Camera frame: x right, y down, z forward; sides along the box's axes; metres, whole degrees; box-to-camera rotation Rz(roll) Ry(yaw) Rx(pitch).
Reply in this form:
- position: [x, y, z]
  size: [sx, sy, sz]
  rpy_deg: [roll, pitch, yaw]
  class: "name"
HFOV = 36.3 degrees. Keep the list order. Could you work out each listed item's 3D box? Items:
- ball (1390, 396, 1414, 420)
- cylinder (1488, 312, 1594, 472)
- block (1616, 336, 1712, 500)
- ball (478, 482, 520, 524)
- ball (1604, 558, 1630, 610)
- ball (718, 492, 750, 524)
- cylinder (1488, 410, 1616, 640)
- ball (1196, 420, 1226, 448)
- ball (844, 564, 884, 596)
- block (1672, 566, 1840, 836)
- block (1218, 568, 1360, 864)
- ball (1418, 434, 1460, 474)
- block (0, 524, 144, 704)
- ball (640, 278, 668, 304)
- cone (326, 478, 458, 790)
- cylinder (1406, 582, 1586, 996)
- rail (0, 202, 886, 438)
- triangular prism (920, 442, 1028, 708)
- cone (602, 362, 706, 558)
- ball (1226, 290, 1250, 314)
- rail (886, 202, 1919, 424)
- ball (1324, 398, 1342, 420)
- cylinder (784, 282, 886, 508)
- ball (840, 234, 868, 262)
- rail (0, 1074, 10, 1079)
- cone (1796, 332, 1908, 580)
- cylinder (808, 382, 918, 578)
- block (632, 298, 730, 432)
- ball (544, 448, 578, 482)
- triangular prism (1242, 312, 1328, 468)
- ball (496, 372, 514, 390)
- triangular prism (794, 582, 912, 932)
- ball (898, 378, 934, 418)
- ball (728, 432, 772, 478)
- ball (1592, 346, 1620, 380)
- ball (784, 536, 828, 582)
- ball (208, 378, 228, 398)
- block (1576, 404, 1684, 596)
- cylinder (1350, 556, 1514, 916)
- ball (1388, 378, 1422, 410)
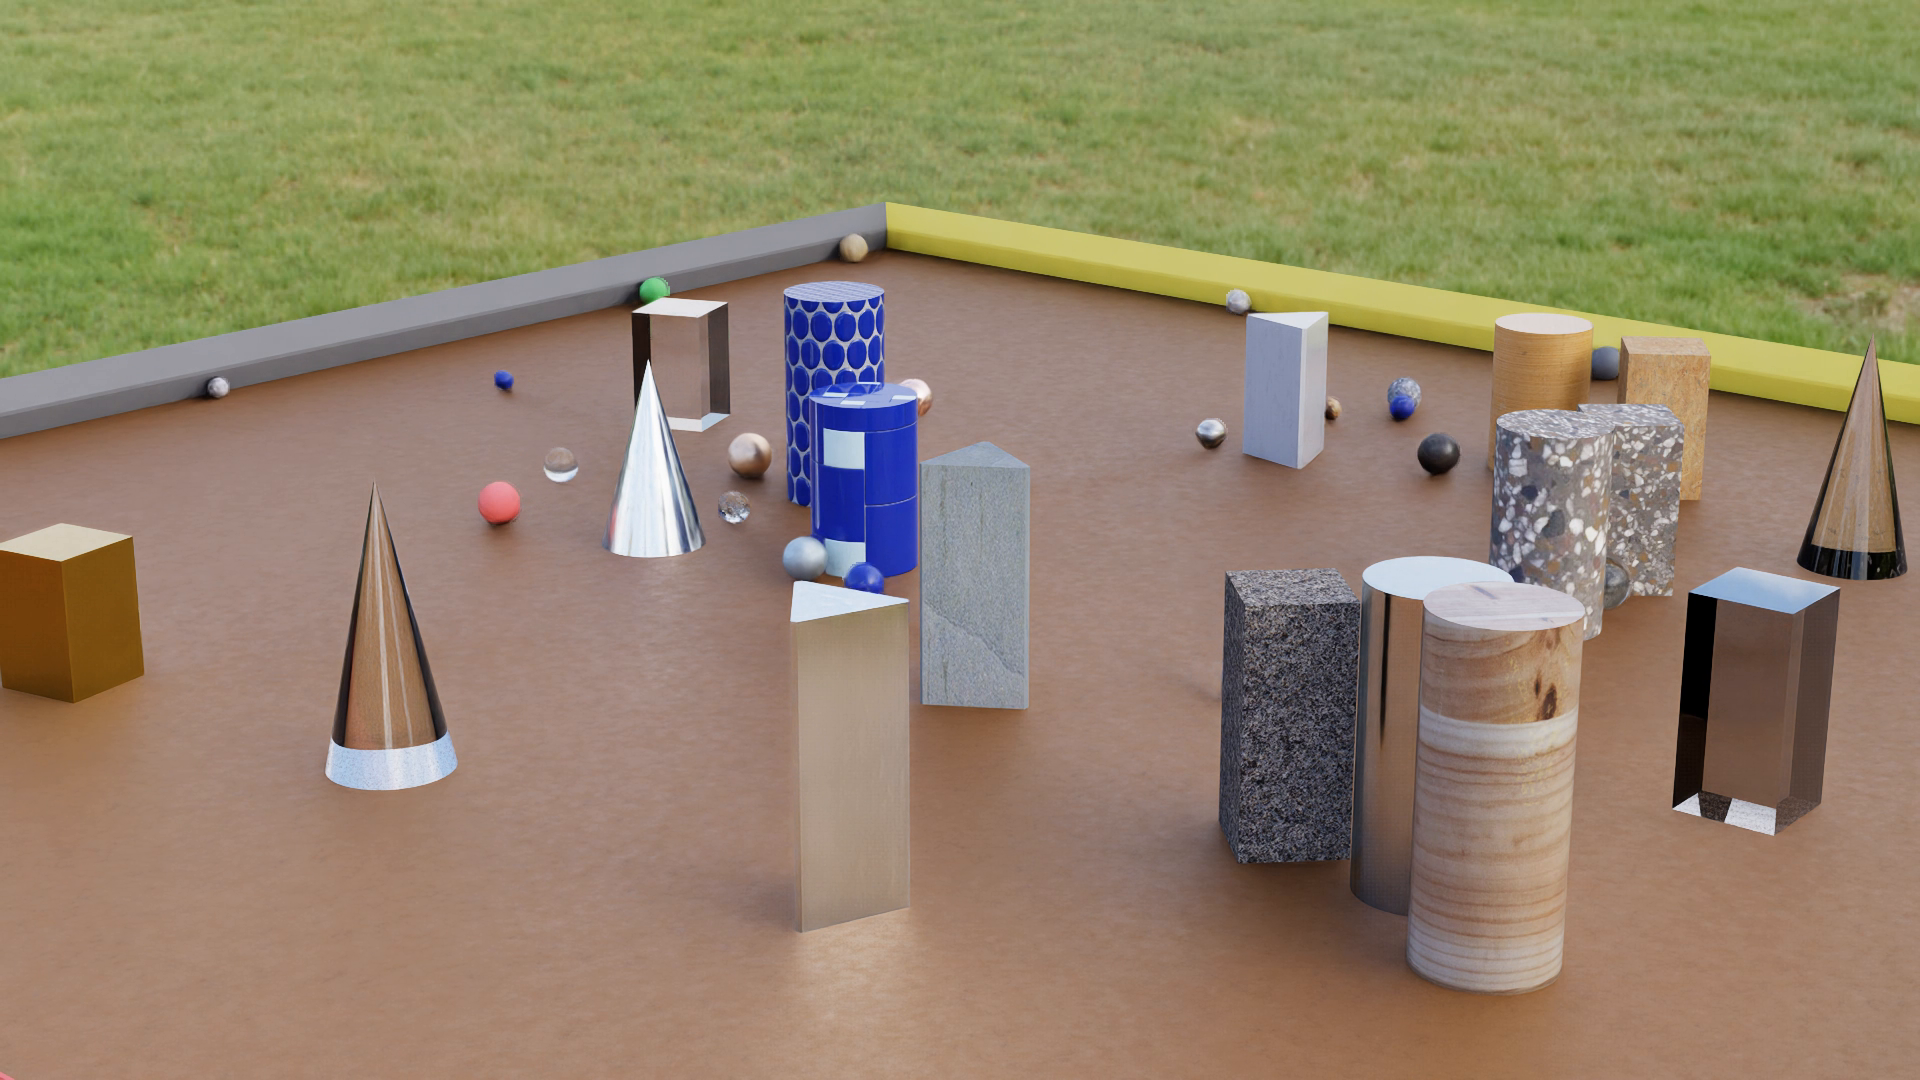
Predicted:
- position: [0.950, -0.284, 6.297]
  size: [0.053, 0.053, 0.053]
  rpy_deg: [0, 17, 0]
  class: "ball"
- position: [1.164, -0.289, 5.885]
  size: [0.193, 0.299, 0.193]
  rpy_deg: [0, 17, 0]
  class: "cylinder"
- position: [1.372, -0.240, 5.742]
  size: [0.155, 0.288, 0.155]
  rpy_deg: [2, 17, 7]
  class: "block"
- position: [-0.871, -0.070, 5.538]
  size: [0.080, 0.080, 0.080]
  rpy_deg: [0, 17, 0]
  class: "ball"
- position: [1.107, 0.075, 5.041]
  size: [0.090, 0.090, 0.090]
  rpy_deg: [0, 17, 0]
  class: "ball"
- position: [-0.427, -0.062, 5.548]
  size: [0.059, 0.059, 0.059]
  rpy_deg: [0, 17, 0]
  class: "ball"
- position: [0.988, -0.024, 4.915]
  size: [0.193, 0.353, 0.193]
  rpy_deg: [0, 17, 0]
  class: "cylinder"
- position: [0.519, -0.220, 6.068]
  size: [0.061, 0.061, 0.061]
  rpy_deg: [0, 17, 0]
  class: "ball"
- position: [-0.166, 0.076, 5.073]
  size: [0.070, 0.070, 0.070]
  rpy_deg: [0, 17, 0]
  class: "ball"
- position: [1.123, 0.225, 4.138]
  size: [0.155, 0.325, 0.155]
  rpy_deg: [13, 21, 38]
  class: "block"
- position: [0.448, 0.239, 4.015]
  size: [0.155, 0.368, 0.155]
  rpy_deg: [-1, 17, -5]
  class: "block"
- position: [0.959, -0.173, 5.877]
  size: [0.082, 0.082, 0.082]
  rpy_deg: [0, 17, 0]
  class: "ball"
- position: [-1.419, 0.114, 4.663]
  size: [0.155, 0.233, 0.155]
  rpy_deg: [9, 19, 28]
  class: "block"
- position: [-0.774, -0.626, 7.398]
  size: [0.070, 0.070, 0.070]
  rpy_deg: [0, 17, 0]
  class: "ball"
- position: [-0.841, 0.121, 4.273]
  size: [0.193, 0.445, 0.193]
  rpy_deg: [0, 17, 0]
  class: "cone"
- position: [0.659, 0.305, 3.618]
  size: [0.193, 0.472, 0.193]
  rpy_deg: [0, 17, 0]
  class: "cylinder"
- position: [-1.651, -0.383, 6.493]
  size: [0.045, 0.126, 4.465]
  rpy_deg: [14, 22, 39]
  class: "rail"
- position: [0.031, 0.052, 4.598]
  size: [0.167, 0.390, 0.145]
  rpy_deg: [2, 17, 7]
  class: "triangular prism"
- position: [-0.567, -0.163, 5.384]
  size: [0.193, 0.347, 0.193]
  rpy_deg: [0, 17, 0]
  class: "cone"
- position: [0.695, -0.593, 7.304]
  size: [0.061, 0.061, 0.061]
  rpy_deg: [0, 17, 0]
  class: "ball"
- position: [1.448, -0.450, 6.717]
  size: [4.420, 0.126, 0.045]
  rpy_deg: [14, 22, 39]
  class: "rail"
- position: [0.798, -0.282, 6.304]
  size: [0.045, 0.045, 0.045]
  rpy_deg: [0, 17, 0]
  class: "ball"
- position: [-0.241, -0.282, 5.676]
  size: [0.193, 0.406, 0.193]
  rpy_deg: [0, 17, 0]
  class: "cylinder"
- position: [-0.288, -0.788, 7.923]
  size: [0.077, 0.077, 0.077]
  rpy_deg: [0, 17, 0]
  class: "ball"
- position: [-1.448, 0.513, 3.524]
  size: [4.420, 0.126, 0.045]
  rpy_deg: [14, 22, 39]
  class: "rail"
- position: [1.613, -0.162, 5.239]
  size: [0.193, 0.430, 0.193]
  rpy_deg: [0, 17, 0]
  class: "cone"
- position: [-0.172, -0.108, 5.263]
  size: [0.193, 0.313, 0.193]
  rpy_deg: [0, 17, 0]
  class: "cylinder"
- position: [-0.595, -0.376, 6.263]
  size: [0.155, 0.247, 0.155]
  rpy_deg: [6, 18, 18]
  class: "block"
- position: [-0.793, -0.149, 5.820]
  size: [0.068, 0.068, 0.068]
  rpy_deg: [0, 17, 0]
  class: "ball"
- position: [0.692, -0.314, 5.983]
  size: [0.145, 0.290, 0.167]
  rpy_deg: [-13, 21, -36]
  class: "triangular prism"
- position: [-1.019, -0.357, 6.558]
  size: [0.041, 0.041, 0.041]
  rpy_deg: [0, 17, 0]
  class: "ball"
- position: [-0.173, 0.273, 3.812]
  size: [0.167, 0.421, 0.145]
  rpy_deg: [-10, 19, -30]
  class: "triangular prism"
- position: [-0.100, -0.305, 6.310]
  size: [0.085, 0.085, 0.085]
  rpy_deg: [0, 17, 0]
  class: "ball"
- position: [-0.420, -0.169, 5.850]
  size: [0.090, 0.090, 0.090]
  rpy_deg: [0, 17, 0]
  class: "ball"
- position: [1.464, -0.401, 6.642]
  size: [0.077, 0.077, 0.077]
  rpy_deg: [0, 17, 0]
  class: "ball"
- position: [-0.274, 0.033, 5.198]
  size: [0.080, 0.080, 0.080]
  rpy_deg: [0, 17, 0]
  class: "ball"
- position: [-1.641, -0.336, 6.482]
  size: [0.045, 0.045, 0.045]
  rpy_deg: [0, 17, 0]
  class: "ball"
- position: [1.168, -0.072, 5.154]
  size: [0.155, 0.306, 0.155]
  rpy_deg: [0, 17, 1]
  class: "block"
- position: [0.617, 0.257, 3.844]
  size: [0.193, 0.433, 0.193]
  rpy_deg: [0, 17, 0]
  class: "cylinder"
- position: [0.963, -0.313, 6.355]
  size: [0.074, 0.074, 0.074]
  rpy_deg: [0, 17, 0]
  class: "ball"
